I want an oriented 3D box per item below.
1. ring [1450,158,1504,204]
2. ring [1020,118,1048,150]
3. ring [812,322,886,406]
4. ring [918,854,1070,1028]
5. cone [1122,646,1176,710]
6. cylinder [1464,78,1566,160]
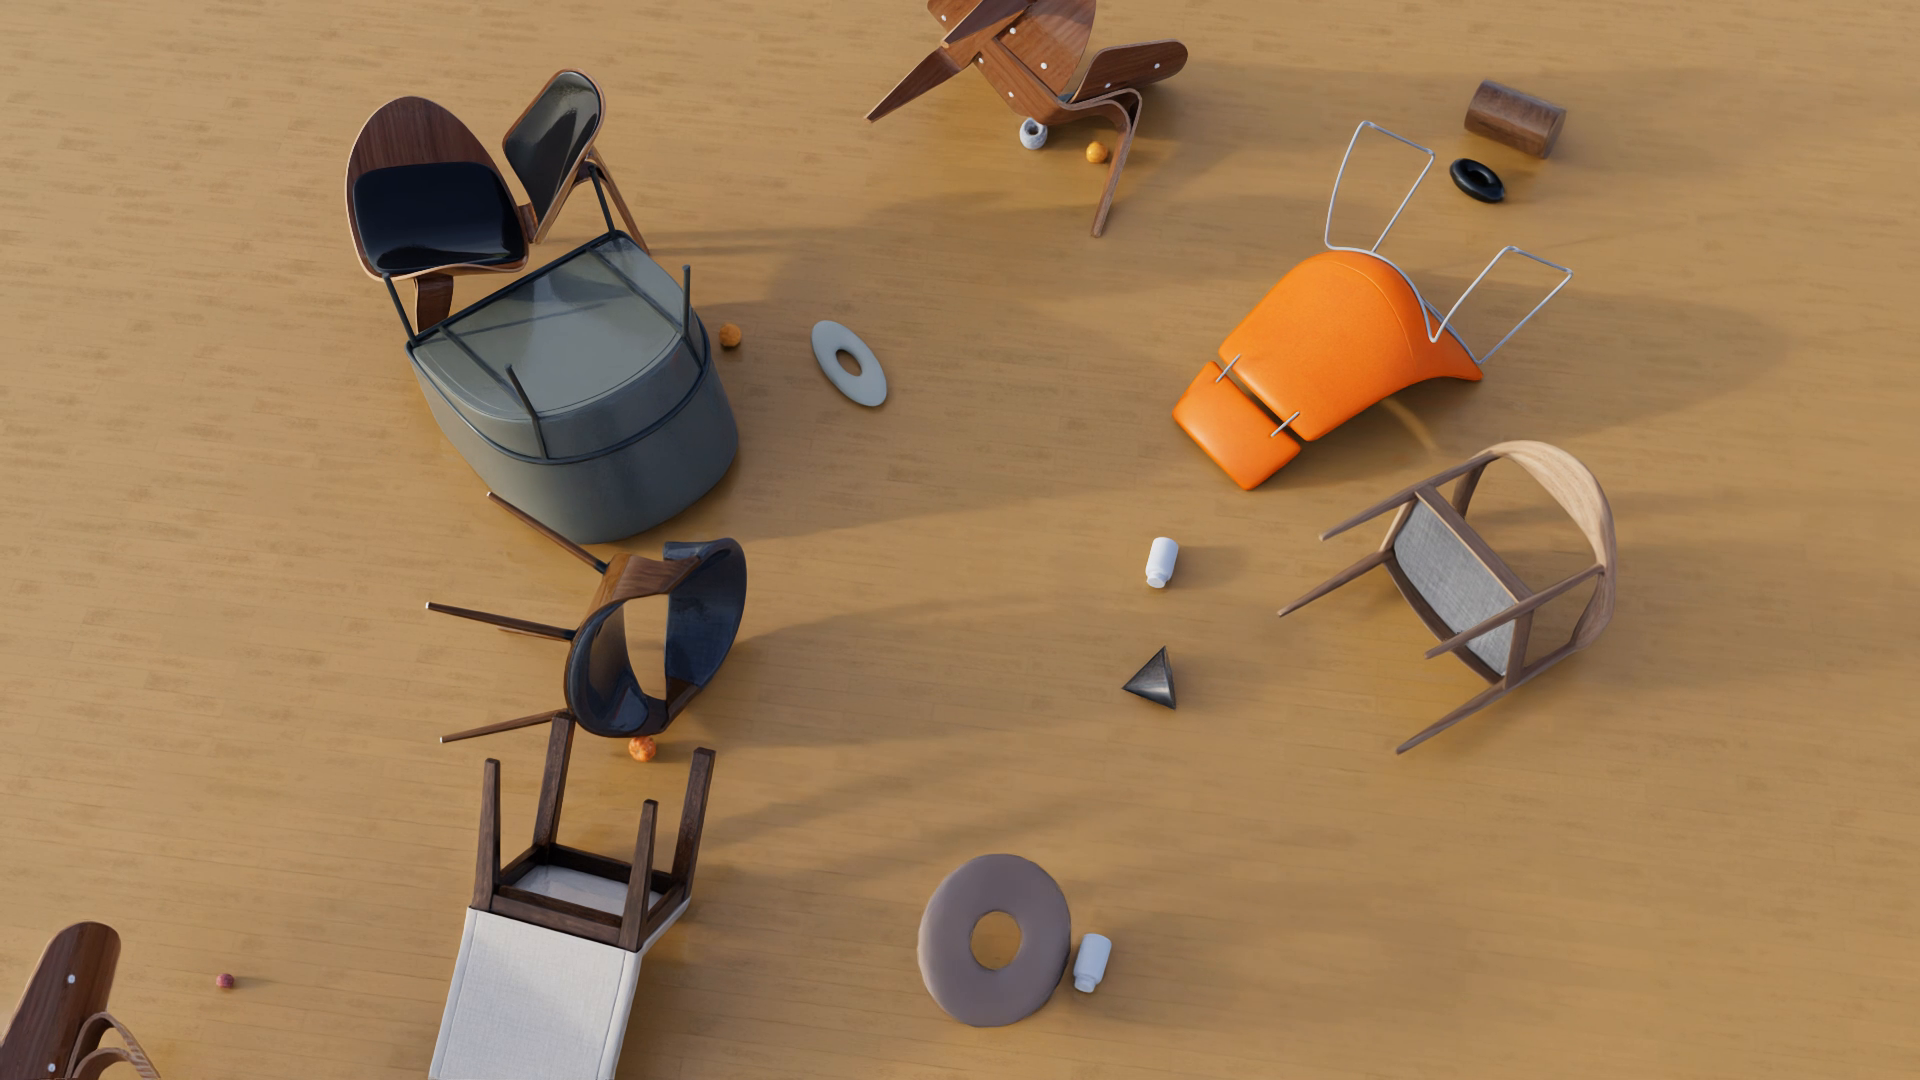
[{"bbox_3d":[1.727,-1.201,7.346,0.125,0.056,0.217,-35,63,-22],"label":"ring"},{"bbox_3d":[0.250,-1.381,7.467,0.095,0.056,0.125,5,58,6],"label":"ring"},{"bbox_3d":[-0.350,-0.557,6.920,0.168,0.048,0.387,-26,60,-17],"label":"ring"},{"bbox_3d":[0.094,1.040,5.716,0.466,0.066,0.436,-39,101,-27],"label":"ring"},{"bbox_3d":[0.529,0.408,6.273,0.144,0.096,0.206,-14,56,13],"label":"cone"},{"bbox_3d":[1.867,-1.414,7.390,0.282,0.252,0.180,26,103,16],"label":"cylinder"}]
